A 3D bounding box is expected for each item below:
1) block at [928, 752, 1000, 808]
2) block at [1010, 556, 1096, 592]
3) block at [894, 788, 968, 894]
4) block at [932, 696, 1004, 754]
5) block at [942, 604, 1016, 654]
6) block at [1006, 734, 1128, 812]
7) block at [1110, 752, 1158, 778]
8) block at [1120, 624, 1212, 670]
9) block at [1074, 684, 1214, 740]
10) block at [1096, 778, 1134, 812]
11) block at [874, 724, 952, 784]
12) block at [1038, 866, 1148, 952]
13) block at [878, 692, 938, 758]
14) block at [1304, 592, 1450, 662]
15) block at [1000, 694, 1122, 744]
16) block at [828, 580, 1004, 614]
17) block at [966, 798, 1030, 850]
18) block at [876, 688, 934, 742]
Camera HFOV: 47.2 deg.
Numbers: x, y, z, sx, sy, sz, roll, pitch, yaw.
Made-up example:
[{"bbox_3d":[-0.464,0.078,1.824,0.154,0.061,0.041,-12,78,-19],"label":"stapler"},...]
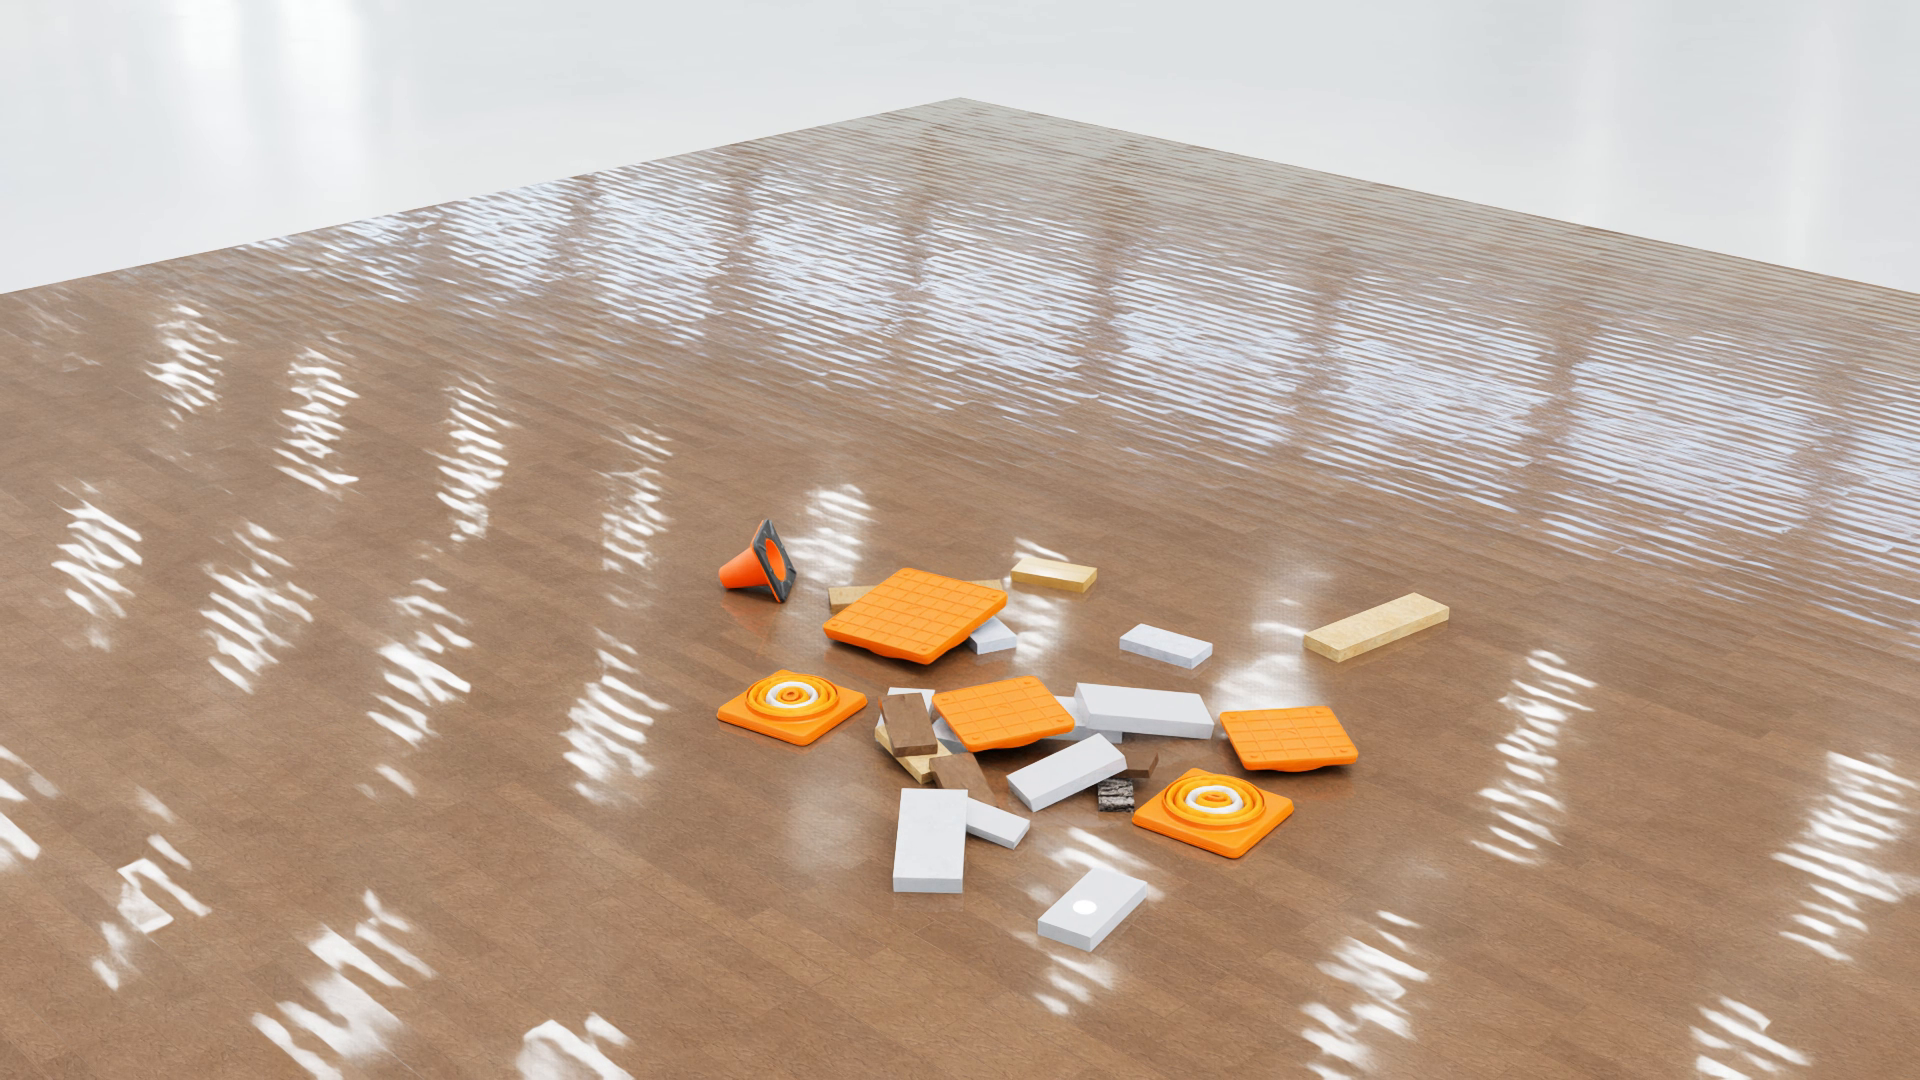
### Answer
[{"bbox_3d":[0.007,0.505,4.501,0.093,0.026,0.185,-7,33,-16],"label":"block"},{"bbox_3d":[0.236,0.086,5.523,0.193,0.027,0.097,10,25,21],"label":"block"},{"bbox_3d":[-0.056,0.583,4.280,0.131,0.037,0.262,1,33,2],"label":"block"},{"bbox_3d":[0.008,0.402,4.777,0.101,0.029,0.202,11,25,23],"label":"block"},{"bbox_3d":[0.045,0.210,5.229,0.101,0.029,0.202,-10,25,-22],"label":"block"},{"bbox_3d":[0.220,0.478,4.528,0.221,0.031,0.111,-23,29,-16],"label":"block"},{"bbox_3d":[0.334,0.466,4.562,0.143,0.020,0.072,-1,24,23],"label":"block"},{"bbox_3d":[0.481,0.248,5.141,0.194,0.027,0.097,15,27,32],"label":"block"},{"bbox_3d":[0.398,0.371,4.765,0.280,0.037,0.131,6,25,-13],"label":"block"},{"bbox_3d":[0.319,0.515,4.522,0.072,0.020,0.143,0,23,1],"label":"block"},{"bbox_3d":[-0.092,0.441,4.645,0.093,0.026,0.185,-17,37,-29],"label":"block"},{"bbox_3d":[0.248,0.686,4.103,0.111,0.031,0.221,14,27,29],"label":"block"},{"bbox_3d":[-0.110,0.392,4.672,0.093,0.026,0.185,-4,33,-11],"label":"block"},{"bbox_3d":[0.993,0.206,5.235,0.385,0.031,0.111,-17,28,-35],"label":"block"},{"bbox_3d":[0.226,0.389,4.797,0.262,0.037,0.131,3,23,7],"label":"block"},{"bbox_3d":[-0.107,0.140,5.397,0.424,0.027,0.097,-3,23,-6],"label":"block"},{"bbox_3d":[0.059,0.562,4.371,0.143,0.020,0.072,18,38,21],"label":"block"},{"bbox_3d":[-0.119,0.384,4.819,0.101,0.029,0.202,3,23,6],"label":"block"}]
